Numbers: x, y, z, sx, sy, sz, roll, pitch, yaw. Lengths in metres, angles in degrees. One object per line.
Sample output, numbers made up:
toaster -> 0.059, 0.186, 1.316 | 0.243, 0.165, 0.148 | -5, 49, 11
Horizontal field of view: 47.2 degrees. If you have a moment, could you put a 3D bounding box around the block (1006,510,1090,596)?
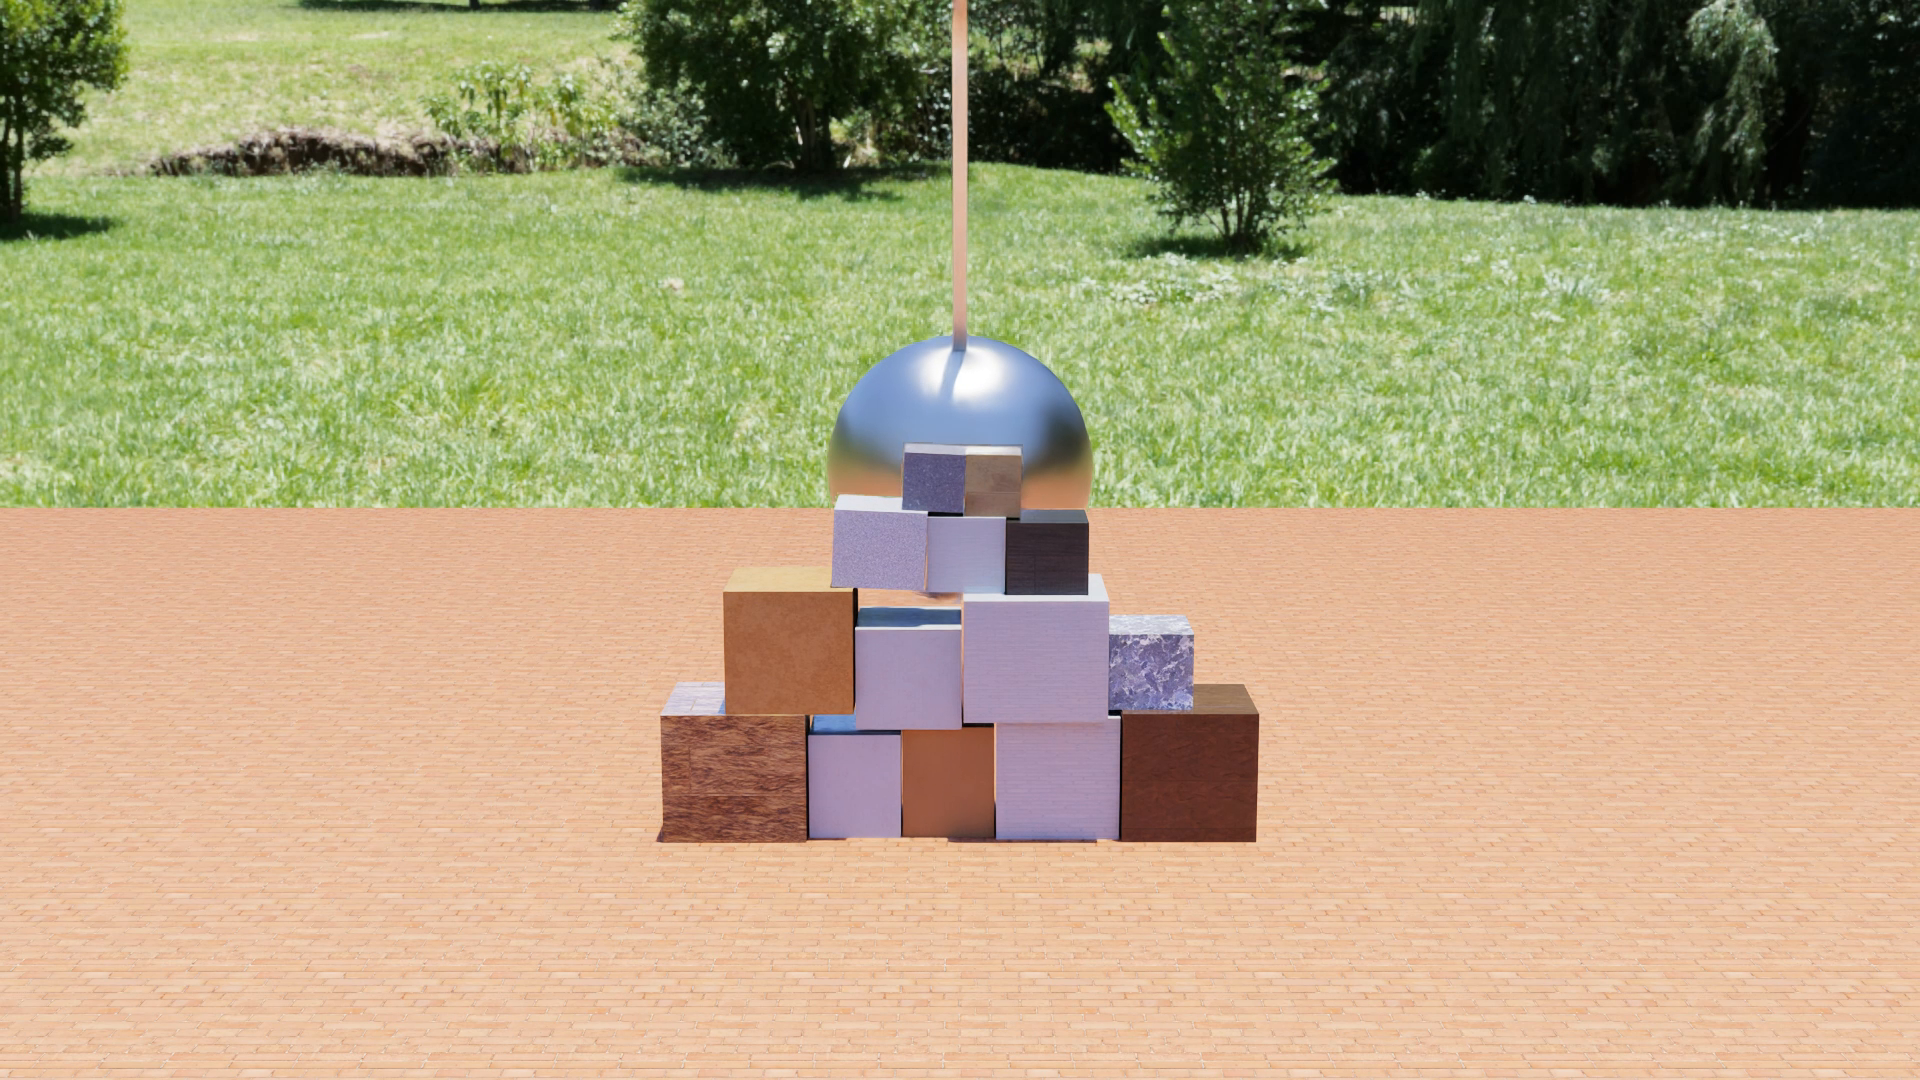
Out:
block -> 0.439, 0.060, 11.187 | 0.410, 0.368, 0.412 | 0, 10, 0

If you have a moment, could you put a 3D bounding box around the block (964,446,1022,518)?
block -> 0.167, -0.297, 11.139 | 0.279, 0.315, 0.299 | 1, 10, 0

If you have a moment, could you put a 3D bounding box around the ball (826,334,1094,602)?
ball -> 0.000, -0.430, 13.210 | 1.600, 1.600, 1.600 | 0, 10, 0

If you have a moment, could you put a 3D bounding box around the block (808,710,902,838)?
block -> -0.534, 1.207, 11.417 | 0.466, 0.540, 0.515 | 0, 10, 0

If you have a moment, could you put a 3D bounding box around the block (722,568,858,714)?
block -> -0.856, 0.509, 11.276 | 0.642, 0.630, 0.632 | 0, 10, 0

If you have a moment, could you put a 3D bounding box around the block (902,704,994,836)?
block -> -0.059, 1.190, 11.411 | 0.465, 0.576, 0.472 | 0, 10, 0

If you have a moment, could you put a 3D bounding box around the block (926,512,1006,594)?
block -> 0.032, 0.046, 11.205 | 0.393, 0.385, 0.362 | 1, 10, 0

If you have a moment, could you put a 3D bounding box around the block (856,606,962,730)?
block -> -0.258, 0.652, 11.309 | 0.533, 0.517, 0.543 | 0, 10, 0

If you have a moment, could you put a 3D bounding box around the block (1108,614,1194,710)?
block -> 0.963, 0.624, 11.300 | 0.427, 0.389, 0.461 | 0, 10, 0

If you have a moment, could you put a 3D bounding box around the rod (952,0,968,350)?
rod -> 0.000, -3.359, 11.483 | 0.080, 5.200, 0.080 | 0, 31, 0

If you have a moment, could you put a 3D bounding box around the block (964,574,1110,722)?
block -> 0.379, 0.545, 11.281 | 0.721, 0.621, 0.701 | 0, 10, 0

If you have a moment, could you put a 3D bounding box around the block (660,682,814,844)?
block -> -1.139, 1.144, 11.408 | 0.724, 0.667, 0.686 | 0, 10, 0

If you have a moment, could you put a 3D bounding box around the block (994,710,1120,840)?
block -> 0.496, 1.161, 11.403 | 0.625, 0.635, 0.550 | 0, 10, 0

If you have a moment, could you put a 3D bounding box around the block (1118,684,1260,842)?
block -> 1.160, 1.146, 11.387 | 0.683, 0.670, 0.626 | 0, 10, 0

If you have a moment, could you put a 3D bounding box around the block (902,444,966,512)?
block -> -0.130, -0.315, 11.134 | 0.307, 0.292, 0.326 | 3, 10, 0

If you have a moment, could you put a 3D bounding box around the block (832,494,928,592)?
block -> -0.403, 0.010, 11.191 | 0.464, 0.394, 0.465 | 3, 10, 0
